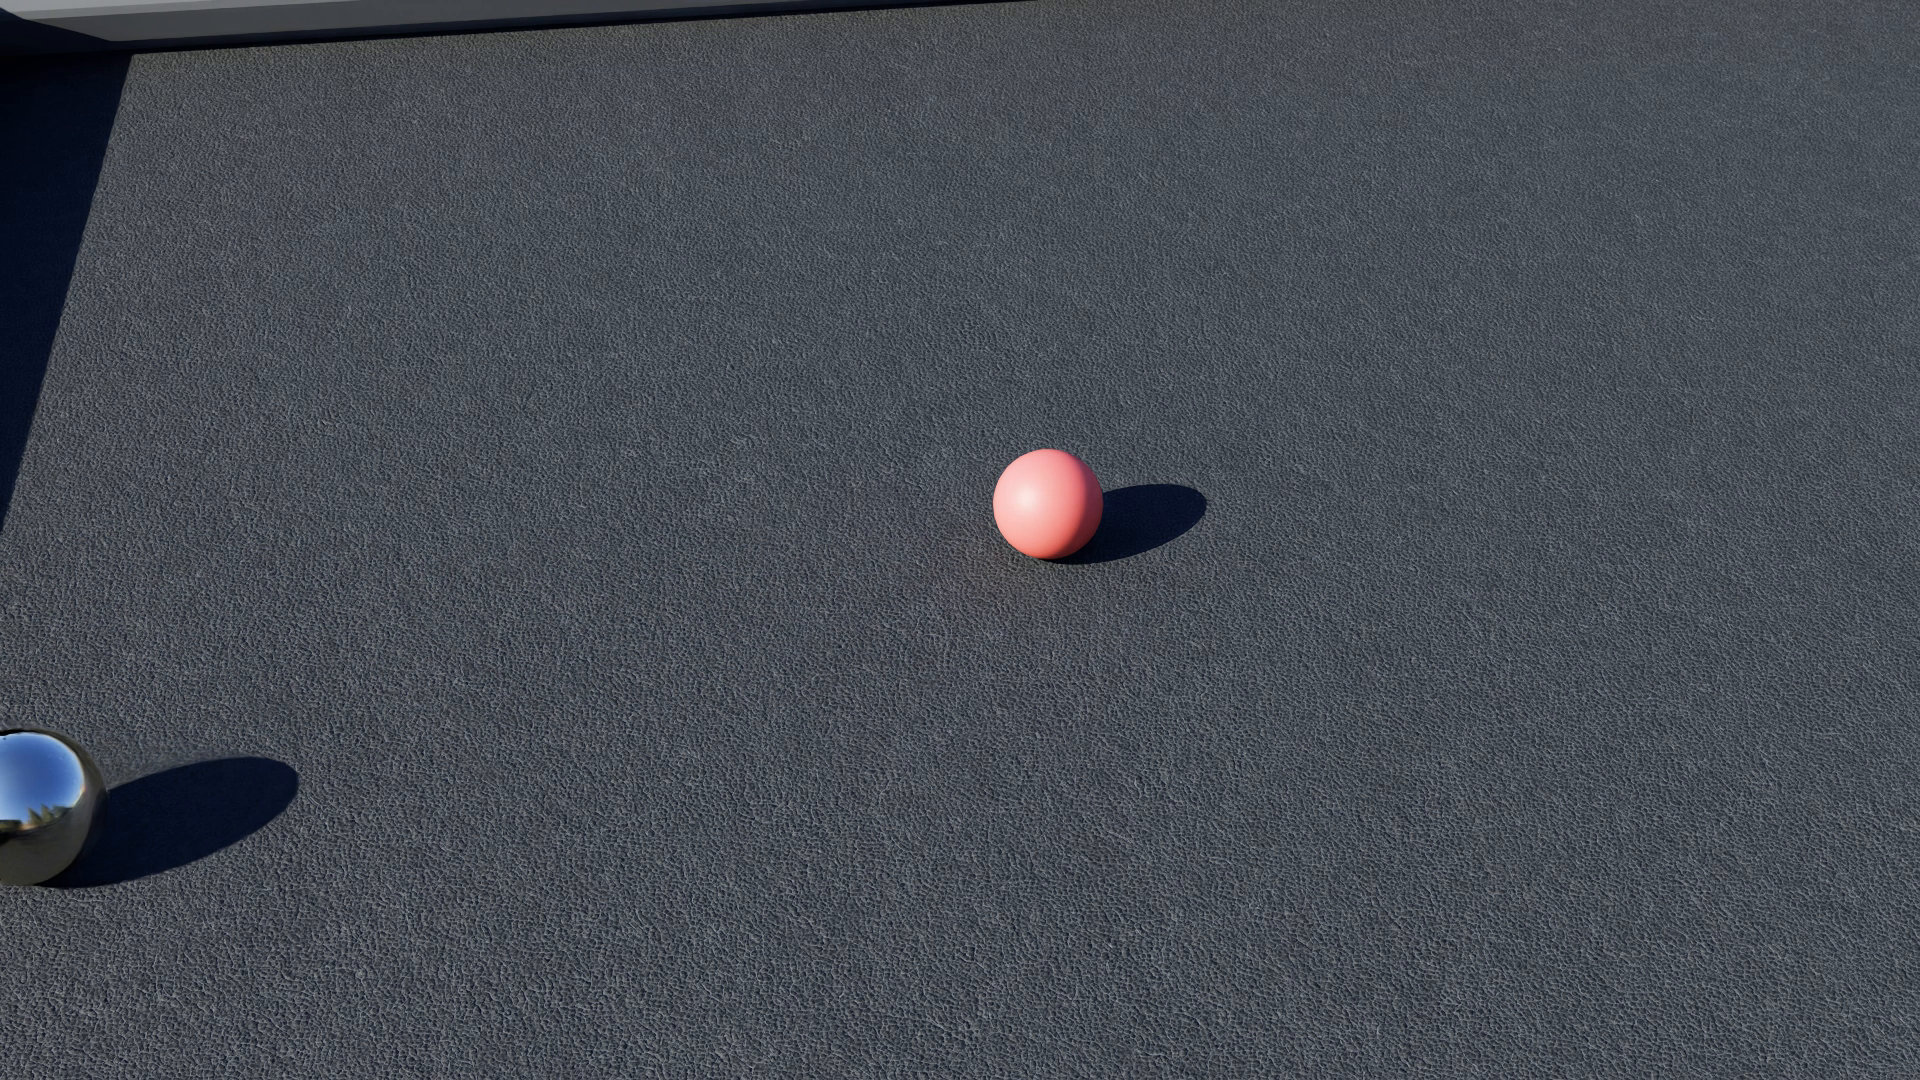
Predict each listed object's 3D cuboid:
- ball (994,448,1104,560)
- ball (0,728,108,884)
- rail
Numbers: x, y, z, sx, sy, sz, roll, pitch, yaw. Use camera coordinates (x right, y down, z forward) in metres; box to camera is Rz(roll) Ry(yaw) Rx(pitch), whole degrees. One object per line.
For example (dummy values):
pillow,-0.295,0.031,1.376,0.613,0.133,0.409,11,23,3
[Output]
ball,0.057,-0.023,1.646,0.071,0.071,0.071,0,36,0
ball,-0.511,0.145,1.402,0.085,0.085,0.085,0,36,0
rail,0.651,-0.584,2.383,3.126,0.111,0.045,-5,36,-7
